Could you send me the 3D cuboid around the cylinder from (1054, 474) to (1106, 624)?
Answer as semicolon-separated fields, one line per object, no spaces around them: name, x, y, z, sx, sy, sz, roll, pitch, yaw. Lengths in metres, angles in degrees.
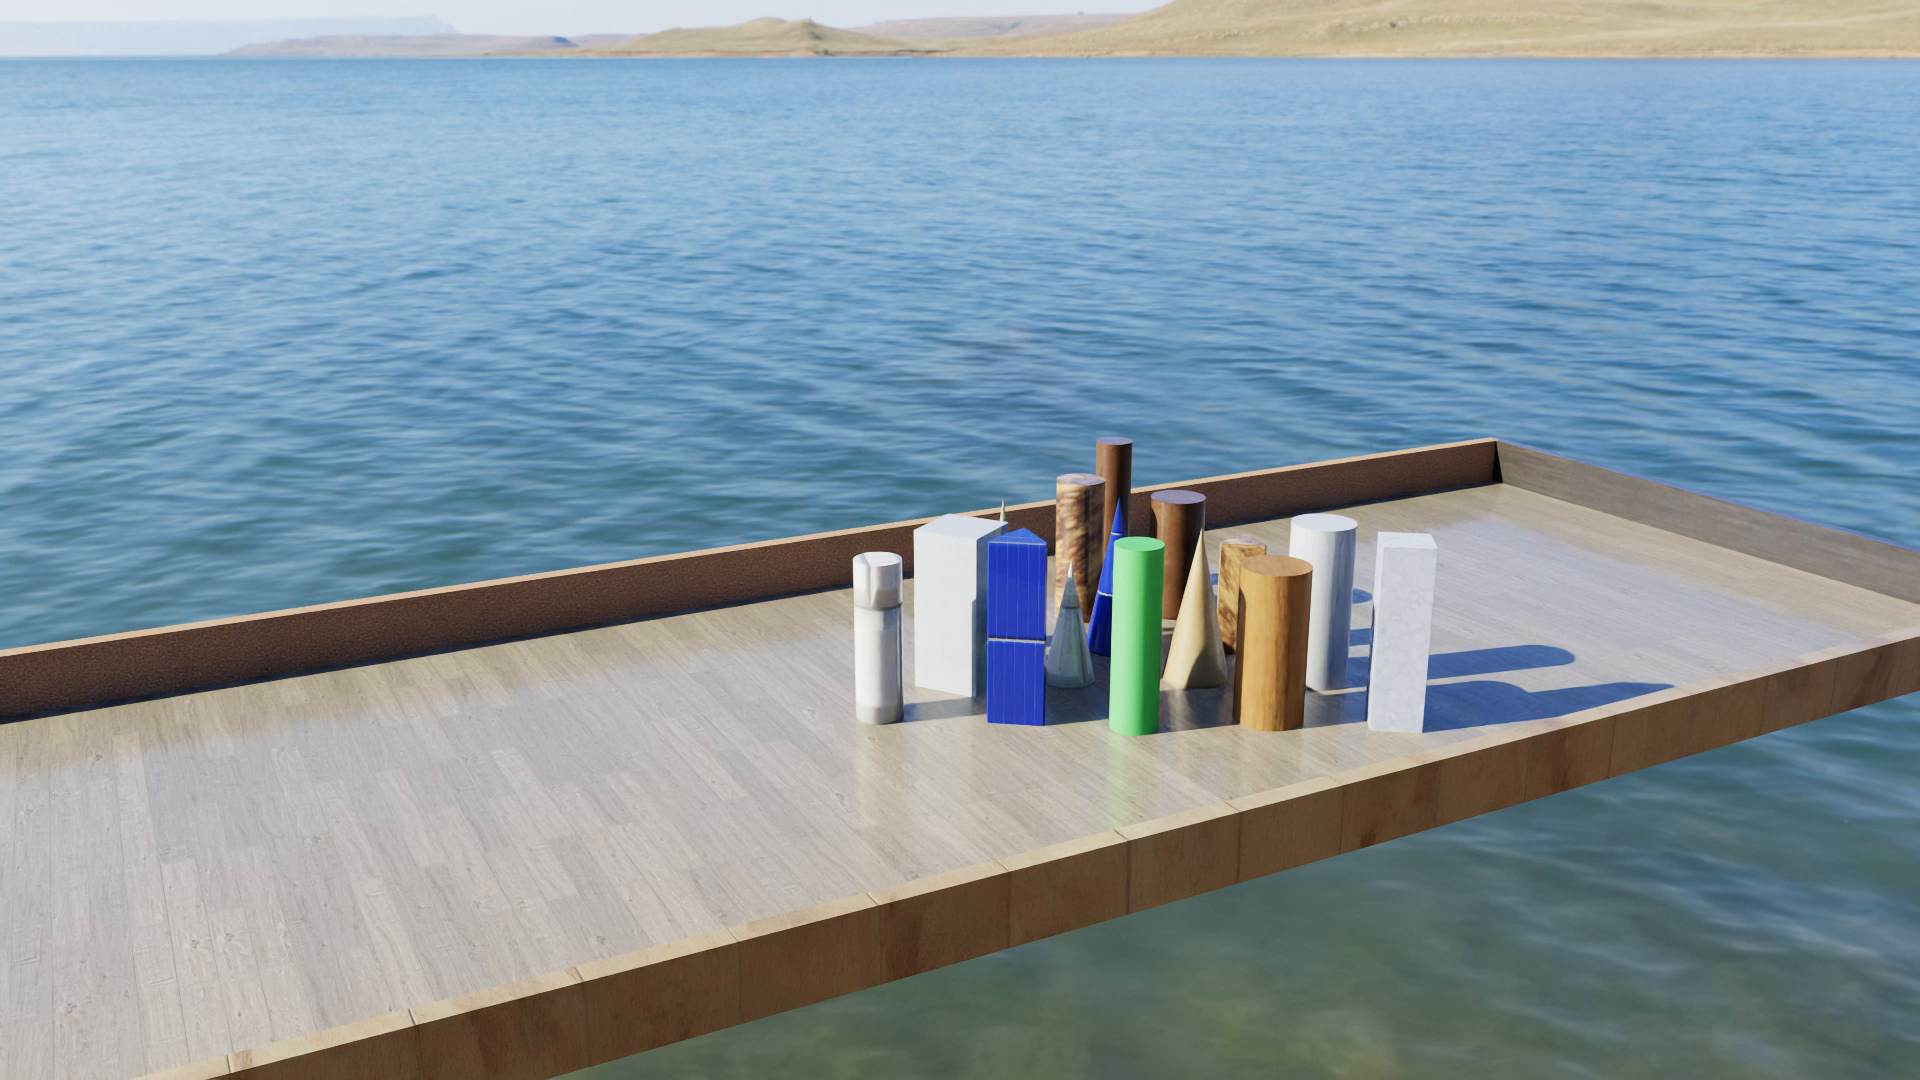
cylinder;0.332;0.023;4.578;0.134;0.394;0.134;0;16;0

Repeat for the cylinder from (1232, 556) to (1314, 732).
cylinder;0.731;0.240;3.865;0.166;0.379;0.166;0;16;0

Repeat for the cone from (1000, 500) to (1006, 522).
cone;0.112;0.086;4.340;0.107;0.408;0.107;0;16;0

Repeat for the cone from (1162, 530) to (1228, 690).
cone;0.596;0.158;4.119;0.168;0.394;0.168;0;16;0

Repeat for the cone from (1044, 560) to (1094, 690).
cone;0.274;0.201;4.111;0.132;0.316;0.132;0;16;0

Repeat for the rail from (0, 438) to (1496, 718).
rail;-3.305;0.497;3.399;12.000;0.150;0.050;-9;18;-27

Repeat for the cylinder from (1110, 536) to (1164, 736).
cylinder;0.407;0.223;3.806;0.115;0.446;0.115;0;16;0

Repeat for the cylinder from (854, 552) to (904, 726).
cylinder;-0.191;0.231;3.874;0.114;0.391;0.114;0;16;0

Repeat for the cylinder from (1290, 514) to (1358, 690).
cylinder;0.893;0.154;4.101;0.160;0.412;0.160;0;16;0

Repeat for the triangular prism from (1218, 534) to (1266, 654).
triangular prism;0.738;0.141;4.340;0.116;0.301;0.101;3;17;9

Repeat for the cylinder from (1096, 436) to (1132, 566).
cylinder;0.444;-0.072;4.807;0.104;0.446;0.104;0;16;0

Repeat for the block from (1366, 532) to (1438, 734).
block;1.023;0.215;3.831;0.119;0.447;0.119;2;17;8

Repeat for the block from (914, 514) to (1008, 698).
block;0.004;0.160;4.093;0.171;0.404;0.171;9;18;27

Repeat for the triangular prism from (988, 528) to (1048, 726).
triangular prism;0.140;0.203;3.873;0.136;0.446;0.117;3;17;9

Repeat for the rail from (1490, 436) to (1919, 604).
rail;2.466;-0.048;5.253;0.050;0.150;2.100;-9;18;-27

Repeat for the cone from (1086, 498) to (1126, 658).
cone;0.413;0.085;4.329;0.163;0.415;0.163;0;16;0

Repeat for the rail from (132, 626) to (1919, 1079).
rail;-2.336;1.006;1.665;12.000;0.150;0.050;-9;18;-27

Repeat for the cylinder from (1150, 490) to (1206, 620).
cylinder;0.605;0.041;4.621;0.152;0.335;0.152;0;16;0
